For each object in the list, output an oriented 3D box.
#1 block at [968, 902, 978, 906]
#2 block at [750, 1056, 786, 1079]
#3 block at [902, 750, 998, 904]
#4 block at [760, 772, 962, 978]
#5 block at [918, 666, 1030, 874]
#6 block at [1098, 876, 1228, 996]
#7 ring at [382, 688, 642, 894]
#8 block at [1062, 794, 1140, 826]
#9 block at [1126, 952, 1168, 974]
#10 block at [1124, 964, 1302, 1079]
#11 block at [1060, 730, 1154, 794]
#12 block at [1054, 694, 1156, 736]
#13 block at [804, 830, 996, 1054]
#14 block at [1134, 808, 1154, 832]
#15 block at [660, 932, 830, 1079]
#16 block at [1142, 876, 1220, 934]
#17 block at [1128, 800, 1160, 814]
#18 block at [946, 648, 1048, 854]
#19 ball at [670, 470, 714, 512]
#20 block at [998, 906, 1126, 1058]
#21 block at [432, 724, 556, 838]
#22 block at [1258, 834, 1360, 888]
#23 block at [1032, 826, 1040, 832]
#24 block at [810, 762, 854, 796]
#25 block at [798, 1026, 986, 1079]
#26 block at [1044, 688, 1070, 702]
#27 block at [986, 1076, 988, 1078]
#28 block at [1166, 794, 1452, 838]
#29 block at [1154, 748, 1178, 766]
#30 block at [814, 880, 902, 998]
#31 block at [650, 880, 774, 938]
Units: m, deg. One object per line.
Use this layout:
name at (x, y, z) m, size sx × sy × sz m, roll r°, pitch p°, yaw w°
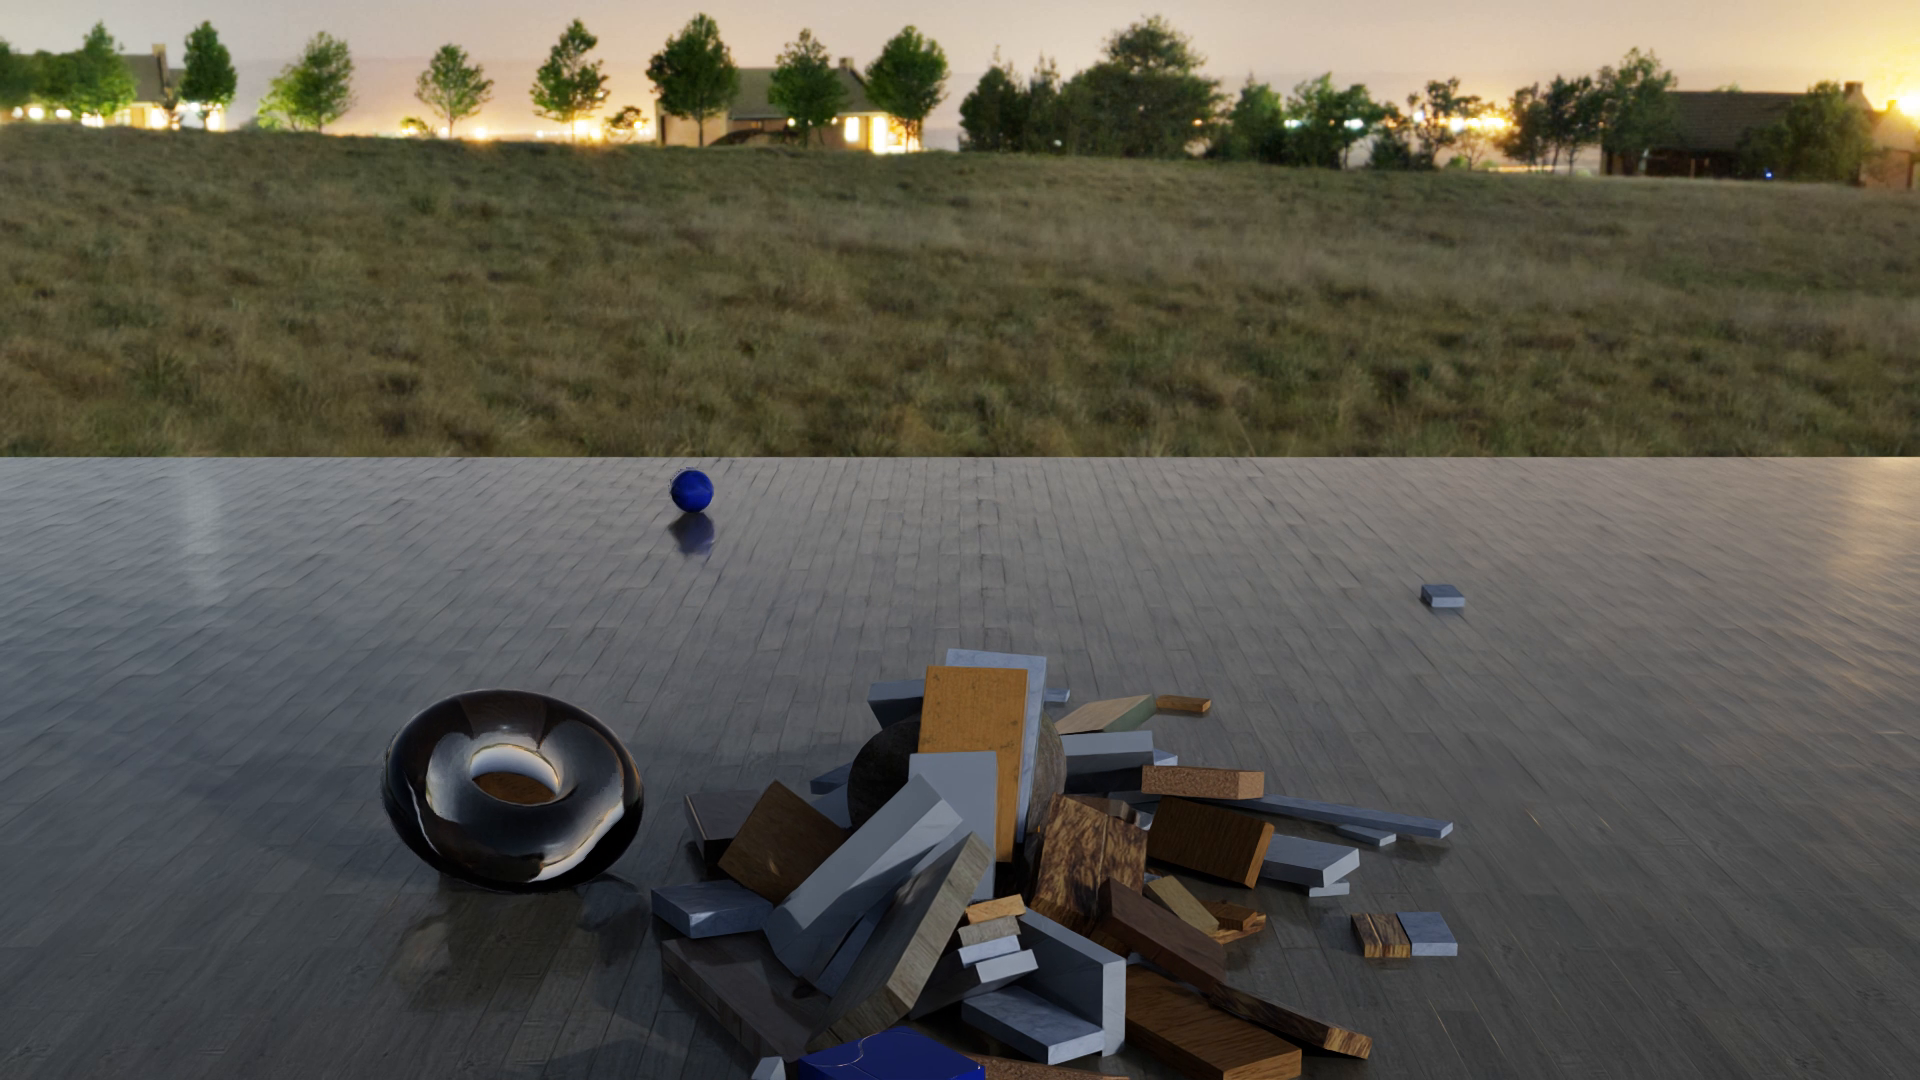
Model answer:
block at (-0.024, 0.558, 3.211) m, size 0.055 × 0.016 × 0.110 m, roll -5°, pitch -22°, yaw -39°
block at (-0.215, 0.704, 2.576) m, size 0.024 × 0.173 × 0.086 m, roll -7°, pitch 9°, yaw 10°
block at (-0.014, 0.448, 3.382) m, size 0.136 × 0.039 × 0.273 m, roll -3°, pitch 48°, yaw 6°
block at (-0.149, 0.496, 3.282) m, size 0.331 × 0.047 × 0.166 m, roll -43°, pitch 14°, yaw -5°
block at (0.015, 0.363, 3.510) m, size 0.165 × 0.334 × 0.047 m, roll 1°, pitch -30°, yaw 8°
block at (0.298, 0.585, 3.243) m, size 0.208 × 0.029 × 0.104 m, roll 33°, pitch 21°, yaw -13°
ring at (-0.766, 0.427, 3.785) m, size 0.448 × 0.149 × 0.448 m, roll 14°, pitch 33°, yaw -9°
block at (0.174, 0.481, 3.951) m, size 0.281 × 0.029 × 0.104 m, roll 4°, pitch -20°, yaw 24°
block at (0.255, 0.645, 3.329) m, size 0.117 × 0.017 × 0.058 m, roll -4°, pitch 11°, yaw -23°
block at (0.304, 0.681, 3.075) m, size 0.135 × 0.038 × 0.368 m, roll -7°, pitch 12°, yaw -32°
block at (0.204, 0.408, 3.990) m, size 0.295 × 0.042 × 0.148 m, roll -4°, pitch -34°, yaw 6°
block at (0.280, 0.379, 4.506) m, size 0.148 × 0.042 × 0.438 m, roll -9°, pitch 2°, yaw 19°
block at (-0.078, 0.563, 3.052) m, size 0.166 × 0.047 × 0.428 m, roll -41°, pitch 5°, yaw 25°
block at (0.292, 0.508, 3.995) m, size 0.130 × 0.018 × 0.065 m, roll 14°, pitch 31°, yaw 41°
block at (-0.281, 0.665, 3.162) m, size 0.136 × 0.039 × 0.499 m, roll -5°, pitch 12°, yaw -27°
block at (0.345, 0.574, 3.439) m, size 0.058 × 0.017 × 0.117 m, roll -9°, pitch 39°, yaw -39°
block at (0.325, 0.497, 4.106) m, size 0.351 × 0.023 × 0.081 m, roll 9°, pitch 14°, yaw 40°
block at (0.041, 0.340, 3.578) m, size 0.165 × 0.330 × 0.047 m, roll 5°, pitch -30°, yaw 7°
ball at (-0.893, -0.164, 7.335) m, size 0.144 × 0.144 × 0.144 m, roll 0°, pitch 11°, yaw 0°
block at (0.140, 0.622, 3.130) m, size 0.038 × 0.135 × 0.269 m, roll -7°, pitch 12°, yaw -32°
block at (-0.855, 0.442, 4.043) m, size 0.154 × 0.154 × 0.154 m, roll 7°, pitch 12°, yaw 32°
block at (0.553, 0.541, 3.741) m, size 0.222 × 0.031 × 0.111 m, roll 4°, pitch 16°, yaw 42°
block at (0.104, 0.514, 3.949) m, size 0.094 × 0.047 × 0.013 m, roll 7°, pitch 13°, yaw 34°
block at (-0.180, 0.447, 4.229) m, size 0.091 × 0.026 × 0.241 m, roll 2°, pitch 11°, yaw 32°
block at (-0.082, 0.701, 2.637) m, size 0.159 × 0.159 × 0.159 m, roll -8°, pitch 13°, yaw -38°
block at (0.188, 0.346, 4.938) m, size 0.110 × 0.016 × 0.055 m, roll 2°, pitch 11°, yaw 11°
block at (-0.050, 0.708, 2.788) m, size 0.178 × 0.089 × 0.025 m, roll 6°, pitch 12°, yaw 28°
block at (0.552, 0.488, 4.126) m, size 0.757 × 0.016 × 0.056 m, roll 5°, pitch 12°, yaw 33°
block at (0.308, 0.429, 4.148) m, size 0.191 × 0.027 × 0.095 m, roll -11°, pitch 15°, yaw -36°
block at (-0.139, 0.587, 3.332) m, size 0.037 × 0.132 × 0.265 m, roll 36°, pitch 14°, yaw 2°
block at (-0.395, 0.583, 3.484) m, size 0.132 × 0.037 × 0.265 m, roll -4°, pitch 1°, yaw -21°
